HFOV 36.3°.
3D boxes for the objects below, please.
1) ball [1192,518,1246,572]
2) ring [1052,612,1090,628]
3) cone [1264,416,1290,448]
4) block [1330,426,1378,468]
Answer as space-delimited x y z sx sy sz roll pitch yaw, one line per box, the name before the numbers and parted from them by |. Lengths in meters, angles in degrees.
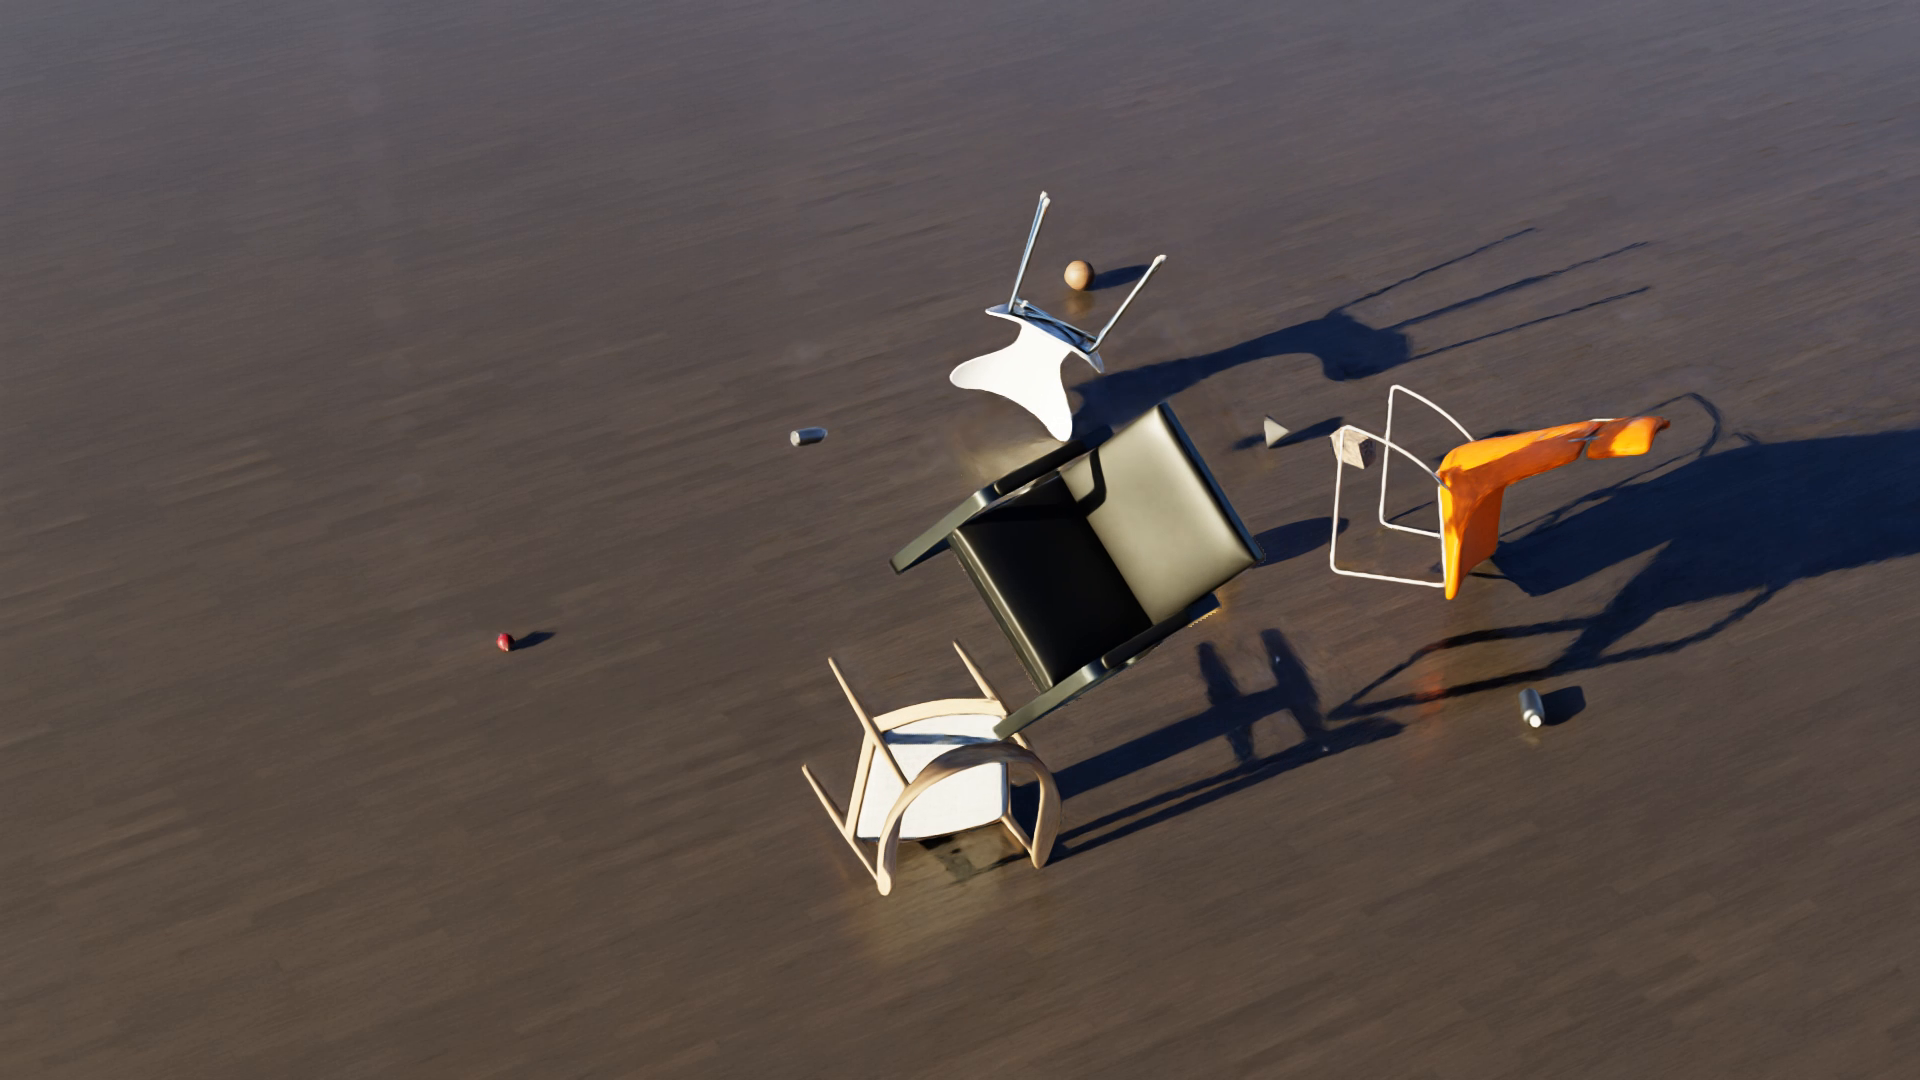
ball | 0.948 0.016 10.741 0.197 0.197 0.197 0 33 0
ring | 0.396 0.285 10.496 0.148 0.018 0.075 16 37 22
cone | 1.245 -0.424 11.452 0.086 0.135 0.085 -2 15 23
block | 1.485 -0.349 11.053 0.069 0.109 0.154 -33 32 -24
